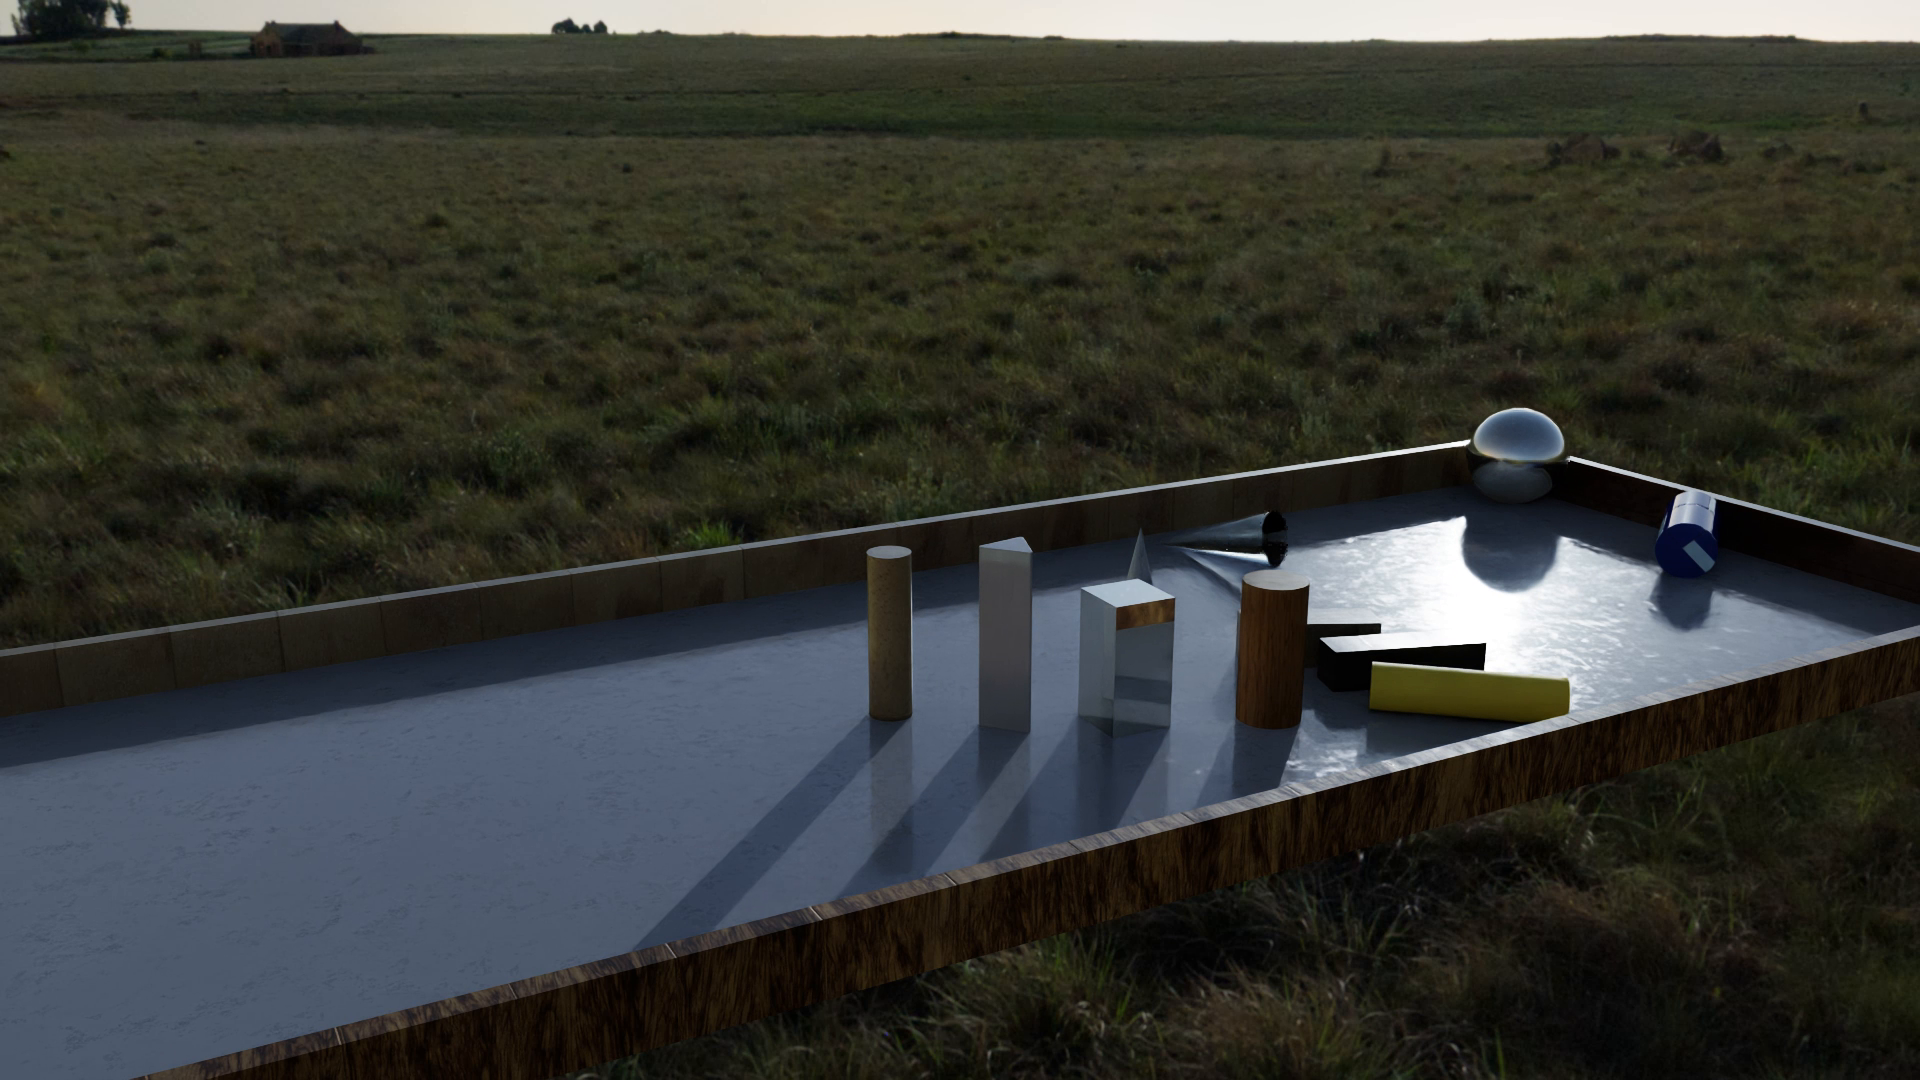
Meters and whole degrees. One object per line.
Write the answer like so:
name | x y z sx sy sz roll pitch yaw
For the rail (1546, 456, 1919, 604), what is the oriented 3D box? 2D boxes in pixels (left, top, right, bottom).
rail | 2.466 -0.048 5.253 0.050 0.150 2.100 -9 18 -27

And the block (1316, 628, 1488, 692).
block | 1.109 0.301 4.144 0.399 0.105 0.105 -3 17 -10

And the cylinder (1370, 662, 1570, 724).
cylinder | 1.204 0.364 3.912 0.445 0.114 0.114 4 17 13

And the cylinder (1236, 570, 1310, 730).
cylinder | 0.733 0.256 3.876 0.154 0.342 0.154 0 16 0

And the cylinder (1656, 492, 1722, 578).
cylinder | 2.264 -0.020 5.118 0.172 0.172 0.414 8 18 25

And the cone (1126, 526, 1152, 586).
cone | 0.470 0.125 4.333 0.152 0.337 0.152 0 16 0

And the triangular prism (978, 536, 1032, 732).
triangular prism | 0.123 0.216 3.843 0.127 0.437 0.110 6 18 21

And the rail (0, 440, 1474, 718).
rail | -3.305 0.497 3.399 12.000 0.150 0.050 -9 18 -27

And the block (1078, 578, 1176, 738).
block | 0.387 0.275 3.855 0.158 0.319 0.158 -8 18 -25

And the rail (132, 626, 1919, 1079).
rail | -2.336 1.006 1.665 12.000 0.150 0.050 -9 18 -27

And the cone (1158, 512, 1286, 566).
cone | 0.801 0.003 5.194 0.416 0.171 0.171 -2 12 37

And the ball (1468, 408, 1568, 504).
ball | 1.948 -0.295 5.767 0.334 0.334 0.334 0 16 0

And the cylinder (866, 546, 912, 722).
cylinder | -0.165 0.221 3.888 0.104 0.403 0.104 0 16 0

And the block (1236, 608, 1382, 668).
block | 0.902 0.254 4.280 0.347 0.118 0.118 0 16 -2
